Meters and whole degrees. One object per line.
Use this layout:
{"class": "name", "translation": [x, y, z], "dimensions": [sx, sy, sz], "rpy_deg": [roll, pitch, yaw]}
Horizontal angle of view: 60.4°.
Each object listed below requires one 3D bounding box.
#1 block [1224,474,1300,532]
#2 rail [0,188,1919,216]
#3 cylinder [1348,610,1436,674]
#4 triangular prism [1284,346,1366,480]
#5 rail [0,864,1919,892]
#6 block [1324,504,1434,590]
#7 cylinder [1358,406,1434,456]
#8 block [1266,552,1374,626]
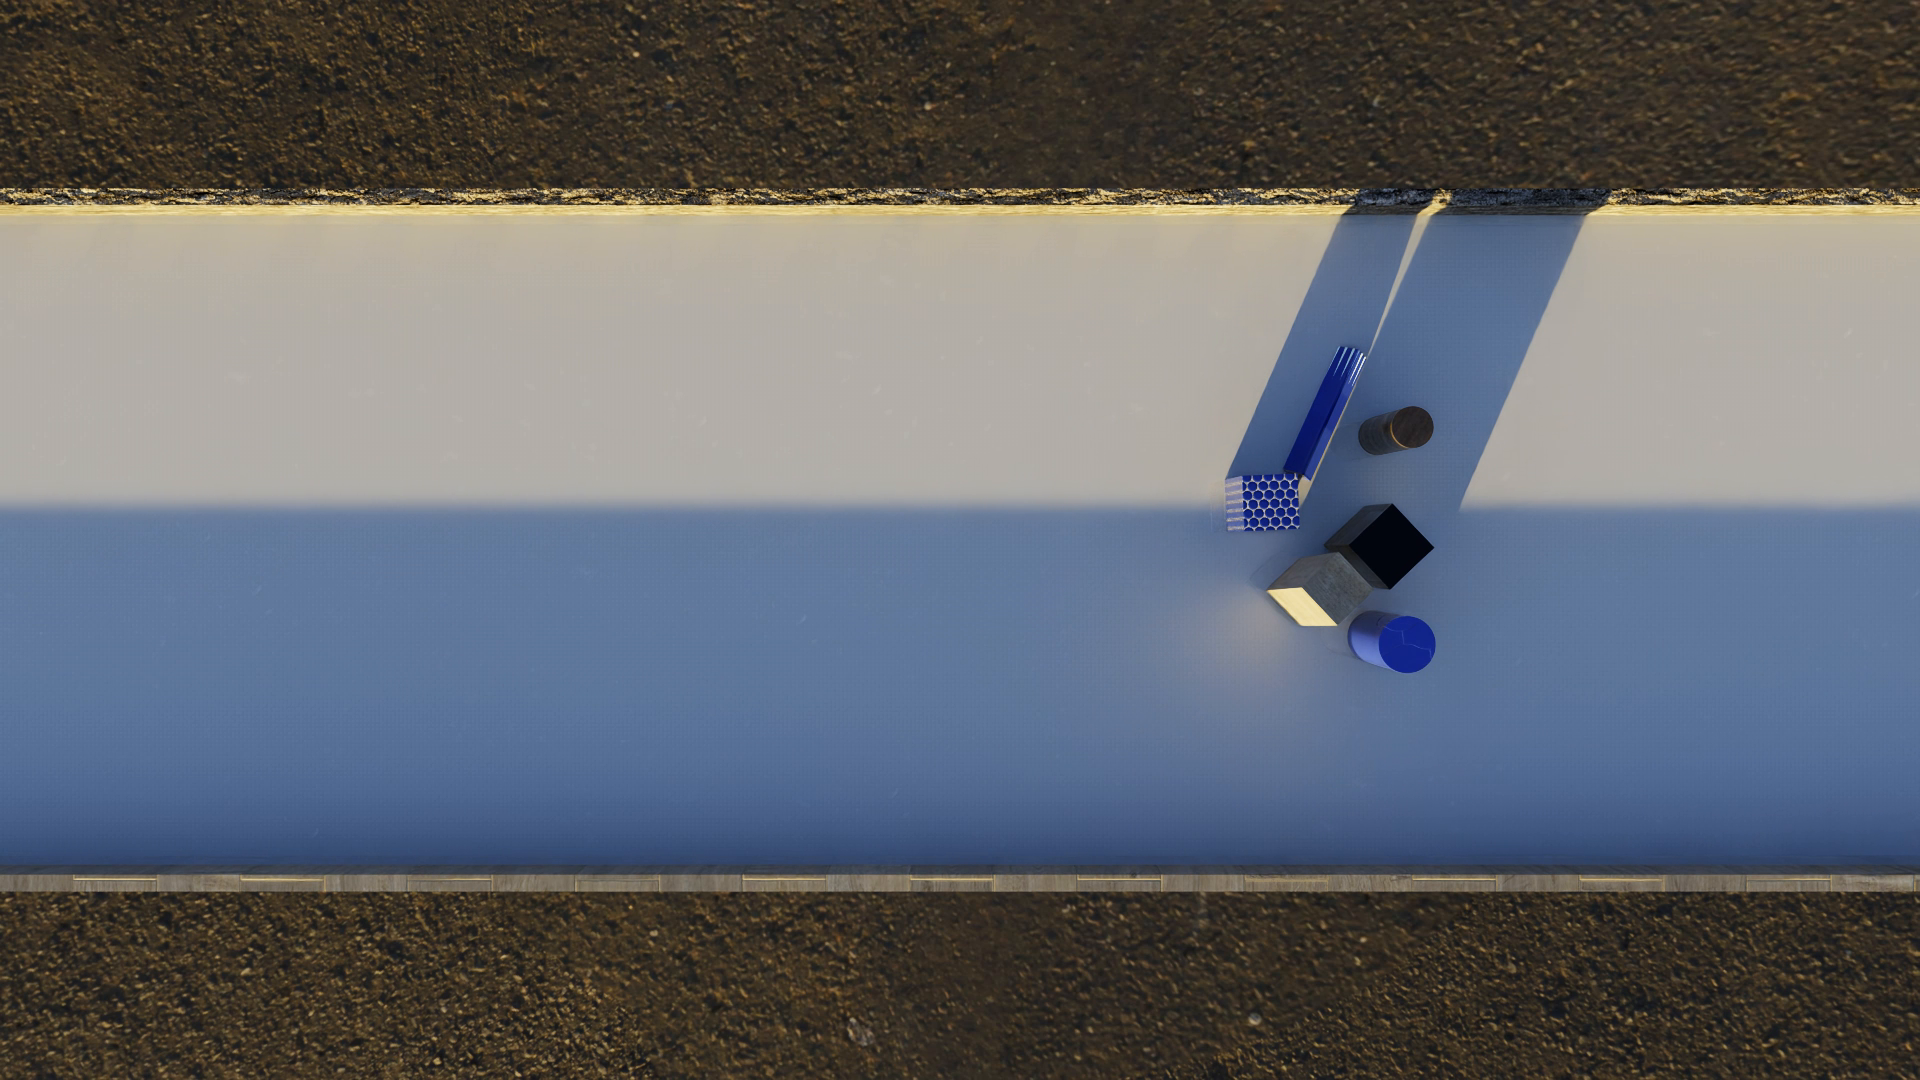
{"class": "block", "translation": [0.898, -0.109, 4.920], "dimensions": [0.160, 0.313, 0.160], "rpy_deg": [-2, 90, 0]}
{"class": "rail", "translation": [-2.247, -1.025, 5.002], "dimensions": [12.000, 0.150, 0.050], "rpy_deg": [0, 90, 0]}
{"class": "cylinder", "translation": [1.273, 0.298, 4.885], "dimensions": [0.163, 0.382, 0.163], "rpy_deg": [0, 90, 0]}
{"class": "triangular prism", "translation": [1.122, -0.388, 5.035], "dimensions": [0.091, 0.079, 0.414], "rpy_deg": [25, 90, 0]}
{"class": "rail", "translation": [-2.247, 1.025, 5.001], "dimensions": [12.000, 0.150, 0.050], "rpy_deg": [0, 90, 0]}
{"class": "block", "translation": [1.242, 0.018, 4.913], "dimensions": [0.176, 0.328, 0.176], "rpy_deg": [-43, 90, 0]}
{"class": "cylinder", "translation": [1.285, -0.321, 4.879], "dimensions": [0.119, 0.395, 0.119], "rpy_deg": [0, 90, 0]}
{"class": "block", "translation": [1.054, 0.148, 4.859], "dimensions": [0.147, 0.425, 0.147], "rpy_deg": [-43, 90, -4]}
